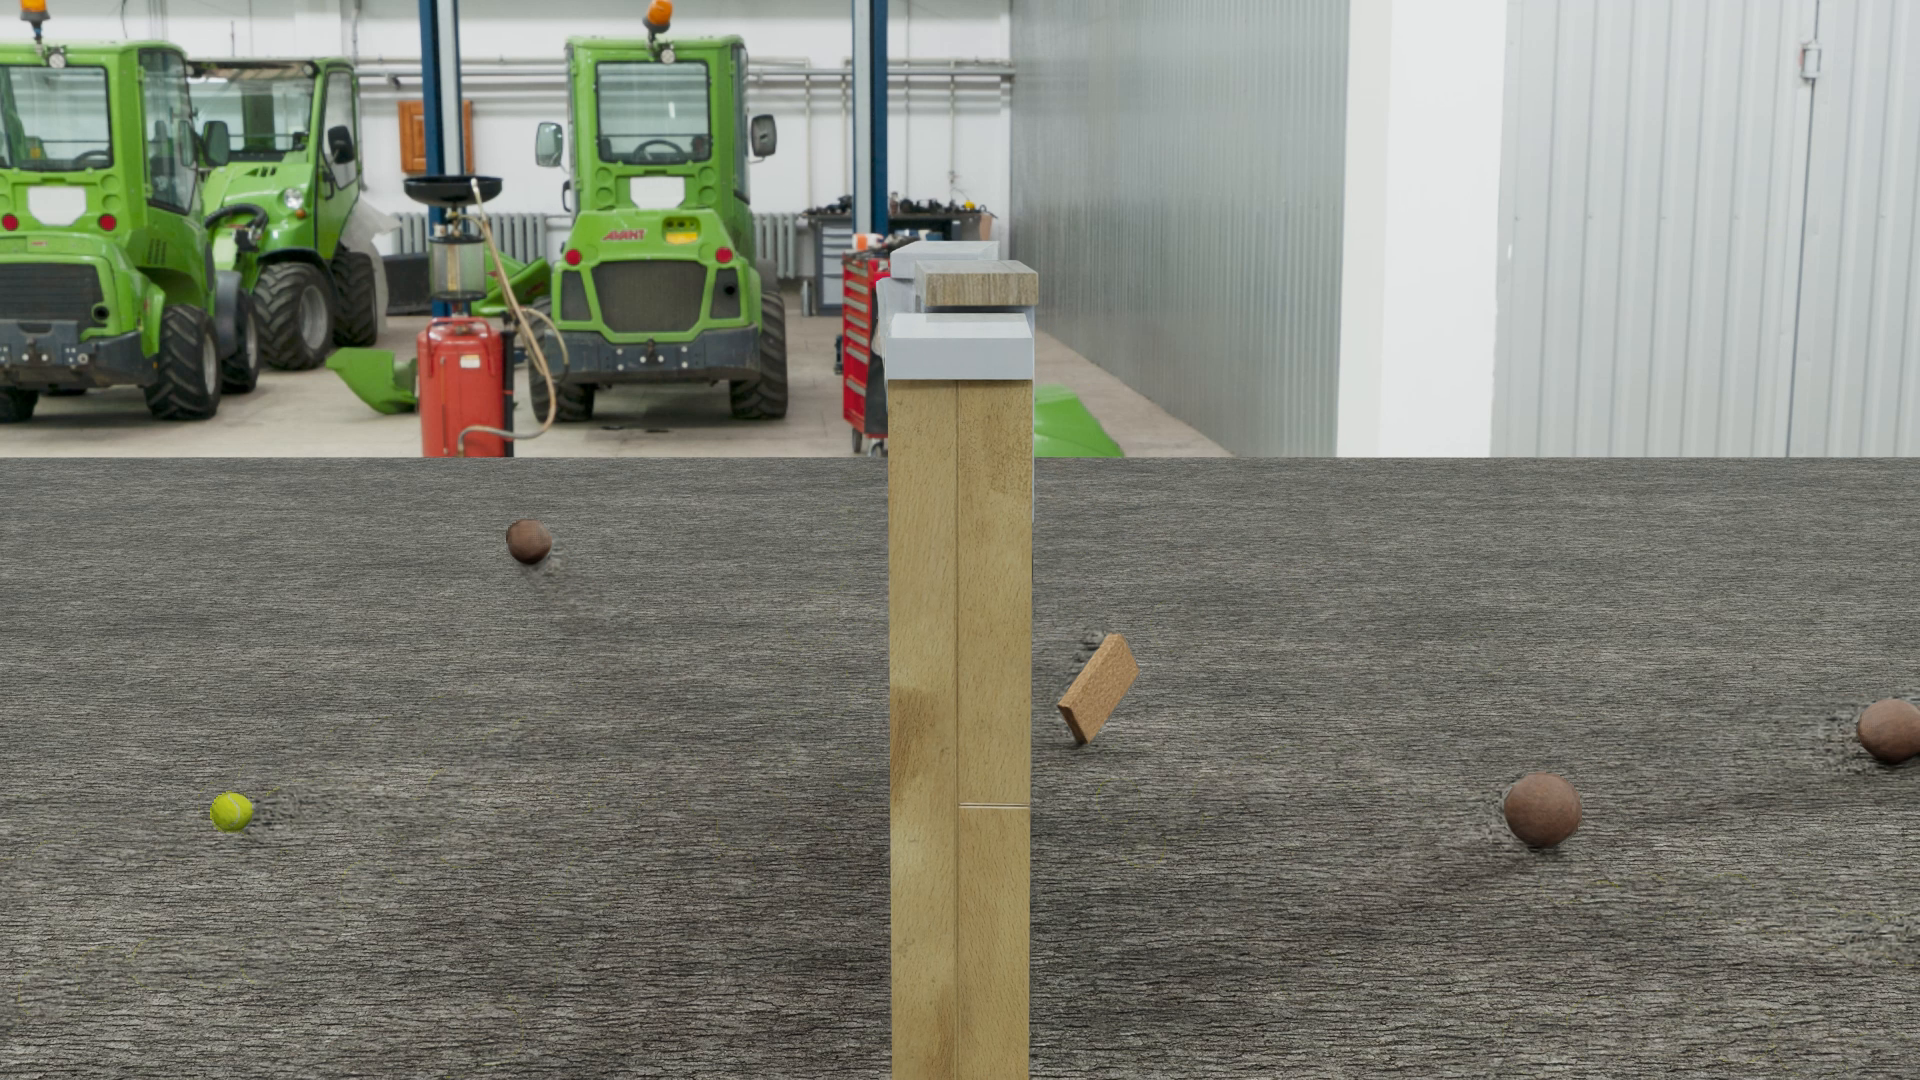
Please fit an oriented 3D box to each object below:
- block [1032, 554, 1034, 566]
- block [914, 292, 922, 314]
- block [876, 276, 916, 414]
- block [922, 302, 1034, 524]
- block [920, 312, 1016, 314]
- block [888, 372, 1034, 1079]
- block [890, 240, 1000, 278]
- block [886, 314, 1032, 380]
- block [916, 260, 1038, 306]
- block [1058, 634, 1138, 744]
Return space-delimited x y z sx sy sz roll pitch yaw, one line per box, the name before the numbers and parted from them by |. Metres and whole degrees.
block | 0.032 0.015 3.314 0.145 0.041 0.290 0 11 0
block | 0.011 -0.218 3.639 0.170 0.382 0.048 0 12 -1
block | -0.045 -0.190 3.822 0.153 0.534 0.043 -4 -3 -20
block | 0.027 -0.197 3.407 0.170 0.340 0.048 -1 9 -6
block | 0.009 -0.299 3.205 0.144 0.041 0.287 0 11 1
block | 0.001 0.261 2.832 0.180 0.952 0.051 0 11 2
block | -0.024 -0.500 3.912 0.153 0.043 0.305 2 12 7
block | -0.001 -0.255 2.863 0.180 0.051 0.359 0 11 0
block | 0.022 -0.408 3.479 0.170 0.048 0.340 -1 10 -4
block | 0.291 0.310 4.595 0.031 0.109 0.219 4 44 41
